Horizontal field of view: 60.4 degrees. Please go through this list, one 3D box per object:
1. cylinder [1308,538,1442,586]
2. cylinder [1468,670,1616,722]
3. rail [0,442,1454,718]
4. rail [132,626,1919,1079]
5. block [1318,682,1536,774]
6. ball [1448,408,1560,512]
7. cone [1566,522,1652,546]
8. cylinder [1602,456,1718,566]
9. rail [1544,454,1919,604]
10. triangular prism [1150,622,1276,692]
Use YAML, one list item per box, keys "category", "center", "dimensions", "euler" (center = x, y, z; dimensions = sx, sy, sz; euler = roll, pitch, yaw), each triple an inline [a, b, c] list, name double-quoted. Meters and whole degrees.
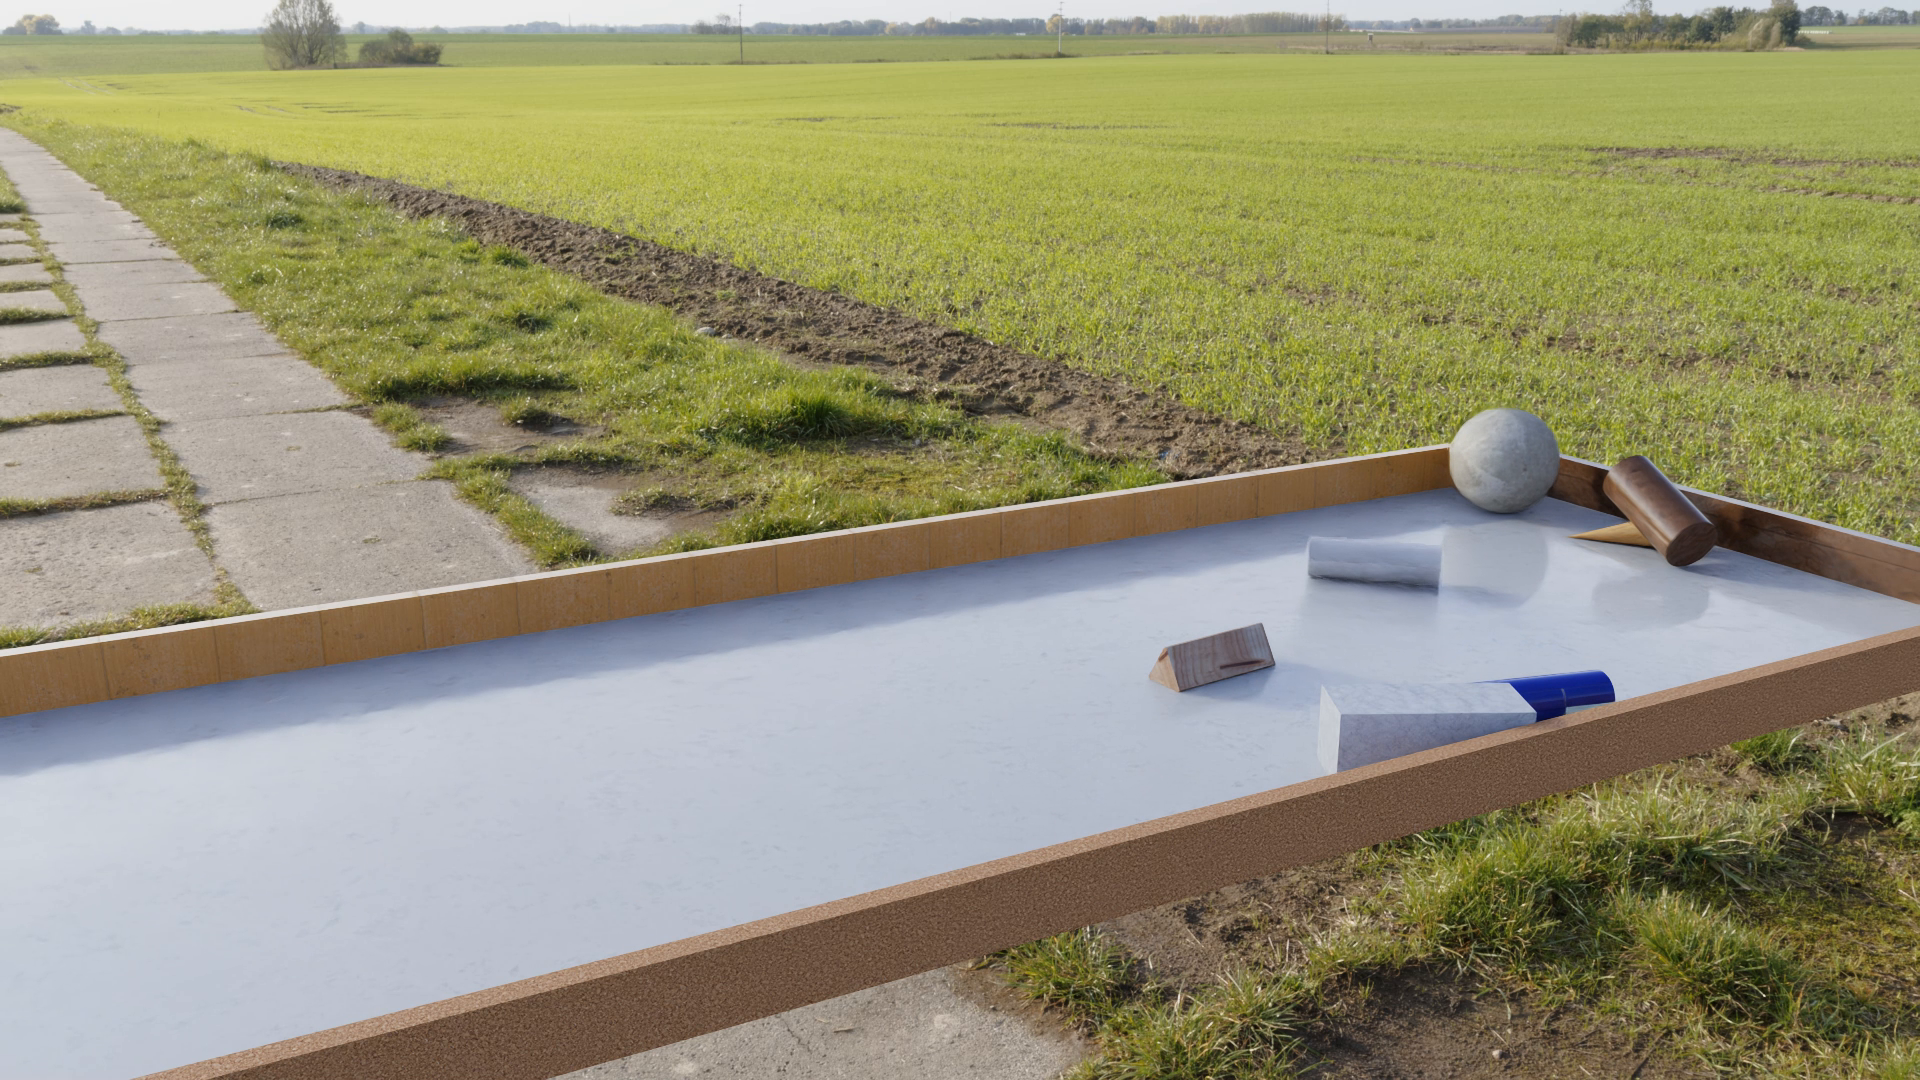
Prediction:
- category: "cylinder"
  center: [1.238, 0.066, 4.925]
  dimensions: [0.380, 0.116, 0.116]
  euler: [5, 17, 15]
- category: "cylinder"
  center: [1.305, 0.381, 3.843]
  dimensions: [0.425, 0.121, 0.121]
  euler: [-4, 17, -14]
- category: "rail"
  center: [-3.305, 0.497, 3.399]
  dimensions: [12.000, 0.150, 0.050]
  euler: [-9, 18, -27]
- category: "rail"
  center: [-2.336, 1.006, 1.665]
  dimensions: [12.000, 0.150, 0.050]
  euler: [-9, 18, -27]
- category: "block"
  center: [1.012, 0.426, 3.600]
  dimensions: [0.418, 0.173, 0.173]
  euler: [0, 16, -1]
- category: "ball"
  center: [1.861, -0.274, 5.649]
  dimensions: [0.360, 0.360, 0.360]
  euler: [0, 16, 0]
- category: "cone"
  center: [2.151, -0.022, 5.305]
  dimensions: [0.384, 0.142, 0.142]
  euler: [-4, 13, 25]
- category: "cylinder"
  center: [2.183, -0.094, 5.151]
  dimensions: [0.171, 0.171, 0.349]
  euler: [-5, 40, -16]
- category: "rail"
  center: [2.466, -0.048, 5.253]
  dimensions: [0.050, 0.150, 2.100]
  euler: [-9, 18, -27]
- category: "triangular prism"
  center: [0.644, 0.287, 4.191]
  dimensions: [0.329, 0.100, 0.115]
  euler: [-11, 20, -33]
